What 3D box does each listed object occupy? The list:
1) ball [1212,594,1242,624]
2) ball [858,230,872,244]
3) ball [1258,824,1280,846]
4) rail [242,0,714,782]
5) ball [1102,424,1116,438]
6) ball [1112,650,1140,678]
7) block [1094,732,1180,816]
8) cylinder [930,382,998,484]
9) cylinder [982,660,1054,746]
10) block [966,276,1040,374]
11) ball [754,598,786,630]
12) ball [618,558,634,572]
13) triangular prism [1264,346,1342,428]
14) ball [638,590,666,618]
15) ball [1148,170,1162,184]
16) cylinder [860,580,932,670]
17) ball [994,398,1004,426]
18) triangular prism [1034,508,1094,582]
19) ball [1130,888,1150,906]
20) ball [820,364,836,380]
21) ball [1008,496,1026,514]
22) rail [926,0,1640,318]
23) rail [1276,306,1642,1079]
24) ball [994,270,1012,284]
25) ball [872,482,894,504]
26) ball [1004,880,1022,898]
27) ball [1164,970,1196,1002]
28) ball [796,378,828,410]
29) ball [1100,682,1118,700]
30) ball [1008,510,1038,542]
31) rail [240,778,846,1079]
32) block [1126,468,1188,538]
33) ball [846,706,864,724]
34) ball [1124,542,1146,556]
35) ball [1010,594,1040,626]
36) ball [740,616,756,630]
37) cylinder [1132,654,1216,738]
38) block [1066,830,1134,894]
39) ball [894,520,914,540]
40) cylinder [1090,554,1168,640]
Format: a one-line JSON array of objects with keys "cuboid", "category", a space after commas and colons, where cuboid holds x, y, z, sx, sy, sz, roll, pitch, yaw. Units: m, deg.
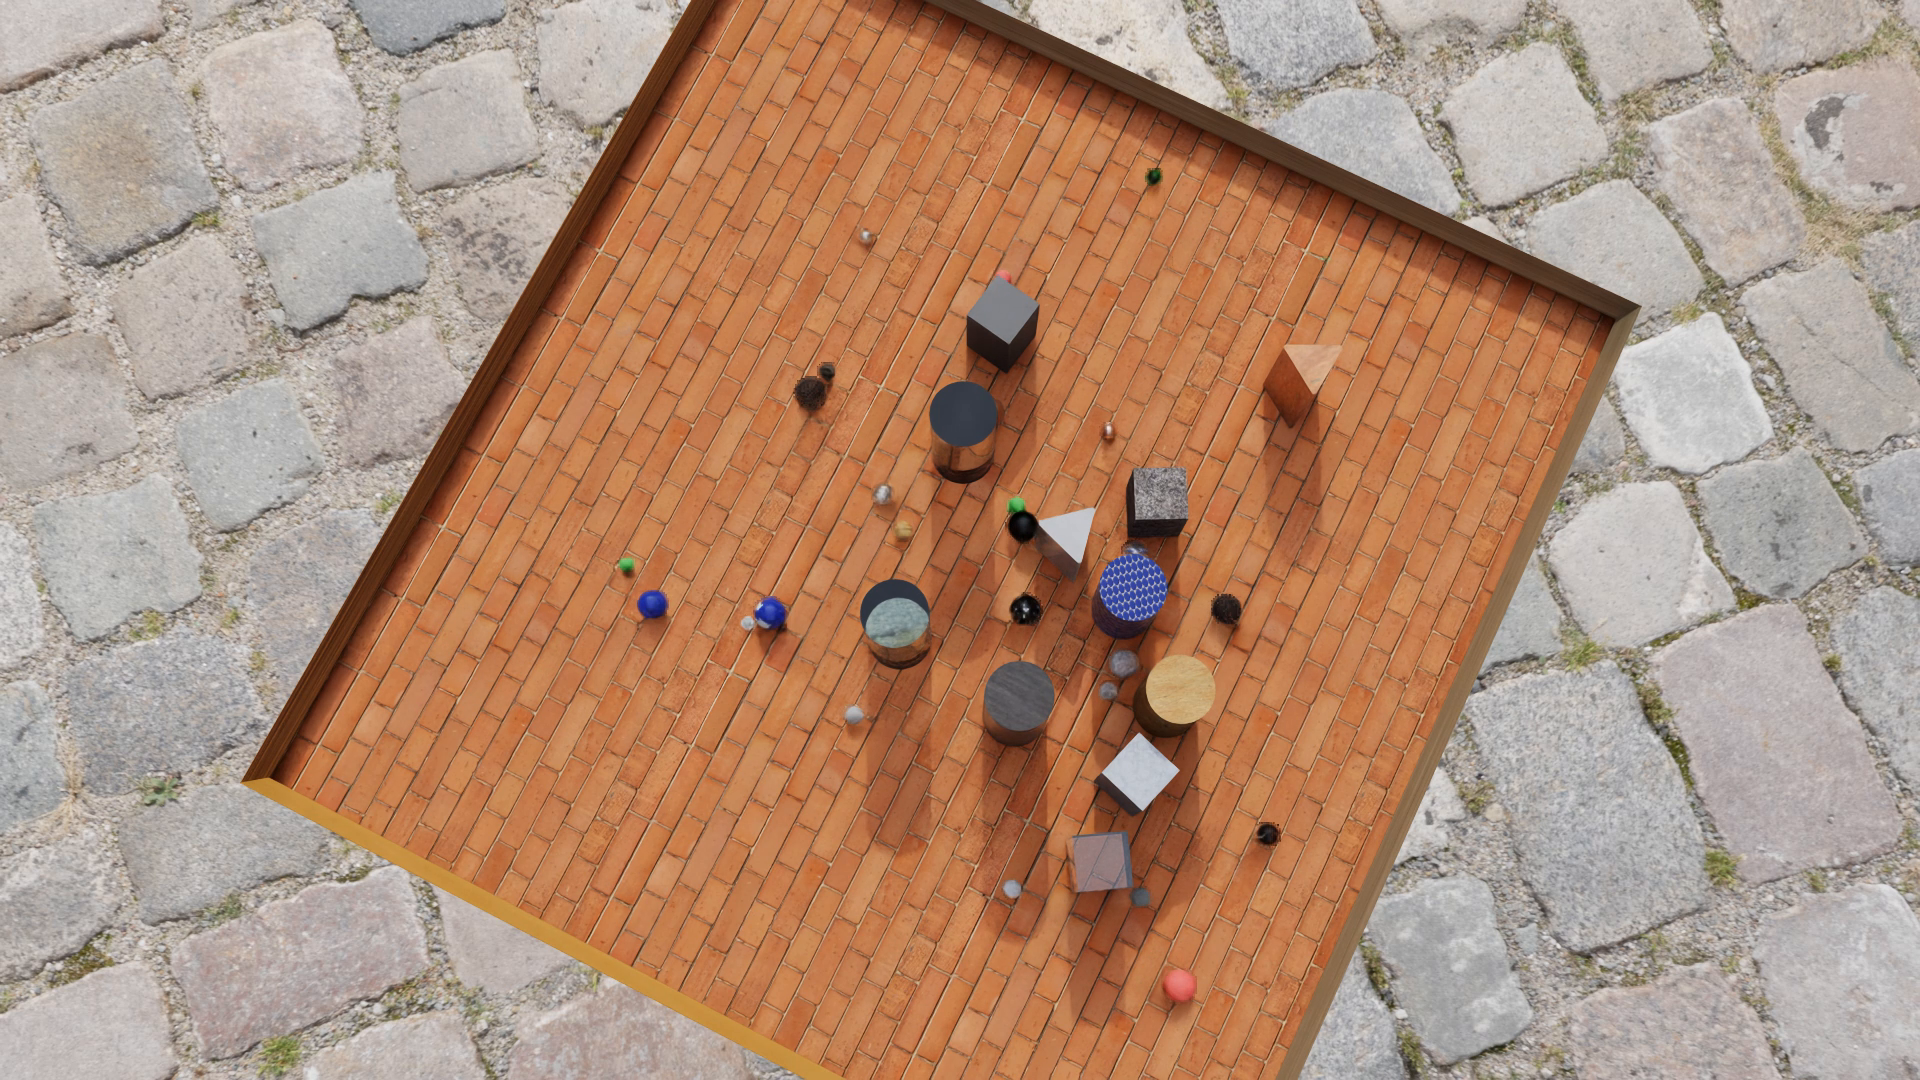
[{"cuboid": [0.807, 0.208, 5.529, 0.088, 0.088, 0.088, 0, 78, 0], "category": "ball"}, {"cuboid": [-0.299, -0.959, 5.792, 0.045, 0.045, 0.045, 0, 78, 0], "category": "ball"}, {"cuboid": [0.908, 0.868, 5.404, 0.064, 0.064, 0.064, 0, 78, 0], "category": "ball"}, {"cuboid": [-1.367, -0.662, 5.688, 0.045, 0.126, 3.183, 26, 80, 5], "category": "rail"}, {"cuboid": [0.460, -0.336, 5.662, 0.047, 0.047, 0.047, 0, 78, 0], "category": "ball"}, {"cuboid": [0.495, 0.371, 5.497, 0.084, 0.084, 0.084, 0, 78, 0], "category": "ball"}, {"cuboid": [0.509, 0.684, 5.312, 0.156, 0.318, 0.156, 43, 81, 8], "category": "block"}, {"cuboid": [0.010, -0.314, 5.451, 0.195, 0.452, 0.195, 0, 78, 0], "category": "cylinder"}, {"cuboid": [0.164, 0.477, 5.279, 0.195, 0.468, 0.195, 0, 78, 0], "category": "cylinder"}, {"cuboid": [0.129, -0.656, 5.599, 0.156, 0.301, 0.156, 36, 81, 7], "category": "block"}, {"cuboid": [-0.570, 0.224, 5.522, 0.095, 0.095, 0.095, 0, 78, 0], "category": "ball"}, {"cuboid": [-1.016, 0.075, 5.578, 0.044, 0.044, 0.044, 0, 78, 0], "category": "ball"}, {"cuboid": [1.008, -0.491, 5.523, 0.146, 0.382, 0.168, 30, 80, 6], "category": "triangular prism"}, {"cuboid": [-0.930, 0.194, 5.531, 0.088, 0.088, 0.088, 0, 78, 0], "category": "ball"}, {"cuboid": [0.619, -1.157, 5.833, 0.046, 0.046, 0.046, 0, 78, 0], "category": "ball"}, {"cuboid": [-0.182, 0.250, 5.333, 0.195, 0.453, 0.195, 0, 78, 0], "category": "cylinder"}, {"cuboid": [0.091, -0.394, 5.651, 0.093, 0.093, 0.093, 0, 78, 0], "category": "ball"}, {"cuboid": [0.338, -0.011, 5.462, 0.146, 0.308, 0.168, -44, 82, -8], "category": "triangular prism"}, {"cuboid": [0.526, 1.047, 5.371, 0.057, 0.057, 0.057, 0, 78, 0], "category": "ball"}, {"cuboid": [-0.411, -0.524, 5.699, 0.051, 0.051, 0.051, 0, 78, 0], "category": "ball"}, {"cuboid": [0.175, -0.106, 5.612, 0.052, 0.052, 0.052, 0, 78, 0], "category": "ball"}, {"cuboid": [0.701, -1.366, 5.834, 3.103, 0.126, 0.045, 26, 80, 5], "category": "rail"}, {"cuboid": [1.367, 0.676, 5.411, 0.045, 0.126, 3.183, 26, 80, 5], "category": "rail"}, {"cuboid": [0.134, -0.819, 5.756, 0.058, 0.058, 0.058, 0, 78, 0], "category": "ball"}, {"cuboid": [-0.234, -0.144, 5.611, 0.069, 0.069, 0.069, 0, 78, 0], "category": "ball"}, {"cuboid": [0.155, 1.023, 5.378, 0.053, 0.053, 0.053, 0, 78, 0], "category": "ball"}, {"cuboid": [0.636, 1.290, 5.303, 0.092, 0.092, 0.092, 0, 78, 0], "category": "ball"}, {"cuboid": [-0.459, -0.450, 5.660, 0.097, 0.097, 0.097, 0, 78, 0], "category": "ball"}, {"cuboid": [0.448, 0.452, 5.497, 0.052, 0.052, 0.052, 0, 78, 0], "category": "ball"}, {"cuboid": [0.193, -0.041, 5.577, 0.095, 0.095, 0.095, 0, 78, 0], "category": "ball"}, {"cuboid": [-0.701, 1.380, 5.265, 3.103, 0.126, 0.045, 26, 80, 5], "category": "rail"}, {"cuboid": [0.590, -0.111, 5.508, 0.156, 0.259, 0.156, -1, 78, 0], "category": "block"}, {"cuboid": [-0.315, 0.524, 5.480, 0.056, 0.056, 0.056, 0, 78, 0], "category": "ball"}, {"cuboid": [0.532, 0.042, 5.571, 0.072, 0.072, 0.072, 0, 78, 0], "category": "ball"}, {"cuboid": [0.196, 0.210, 5.526, 0.093, 0.093, 0.093, 0, 78, 0], "category": "ball"}, {"cuboid": [-0.641, 0.252, 5.543, 0.043, 0.043, 0.043, 0, 78, 0], "category": "ball"}, {"cuboid": [0.617, 0.458, 5.316, 0.195, 0.403, 0.195, 0, 78, 0], "category": "cylinder"}, {"cuboid": [0.399, 0.928, 5.266, 0.156, 0.310, 0.156, -5, 78, -1], "category": "block"}, {"cuboid": [-0.173, -0.029, 5.593, 0.059, 0.059, 0.059, 0, 78, 0], "category": "ball"}, {"cuboid": [0.495, 0.171, 5.403, 0.195, 0.348, 0.195, 0, 78, 0], "category": "cylinder"}]
